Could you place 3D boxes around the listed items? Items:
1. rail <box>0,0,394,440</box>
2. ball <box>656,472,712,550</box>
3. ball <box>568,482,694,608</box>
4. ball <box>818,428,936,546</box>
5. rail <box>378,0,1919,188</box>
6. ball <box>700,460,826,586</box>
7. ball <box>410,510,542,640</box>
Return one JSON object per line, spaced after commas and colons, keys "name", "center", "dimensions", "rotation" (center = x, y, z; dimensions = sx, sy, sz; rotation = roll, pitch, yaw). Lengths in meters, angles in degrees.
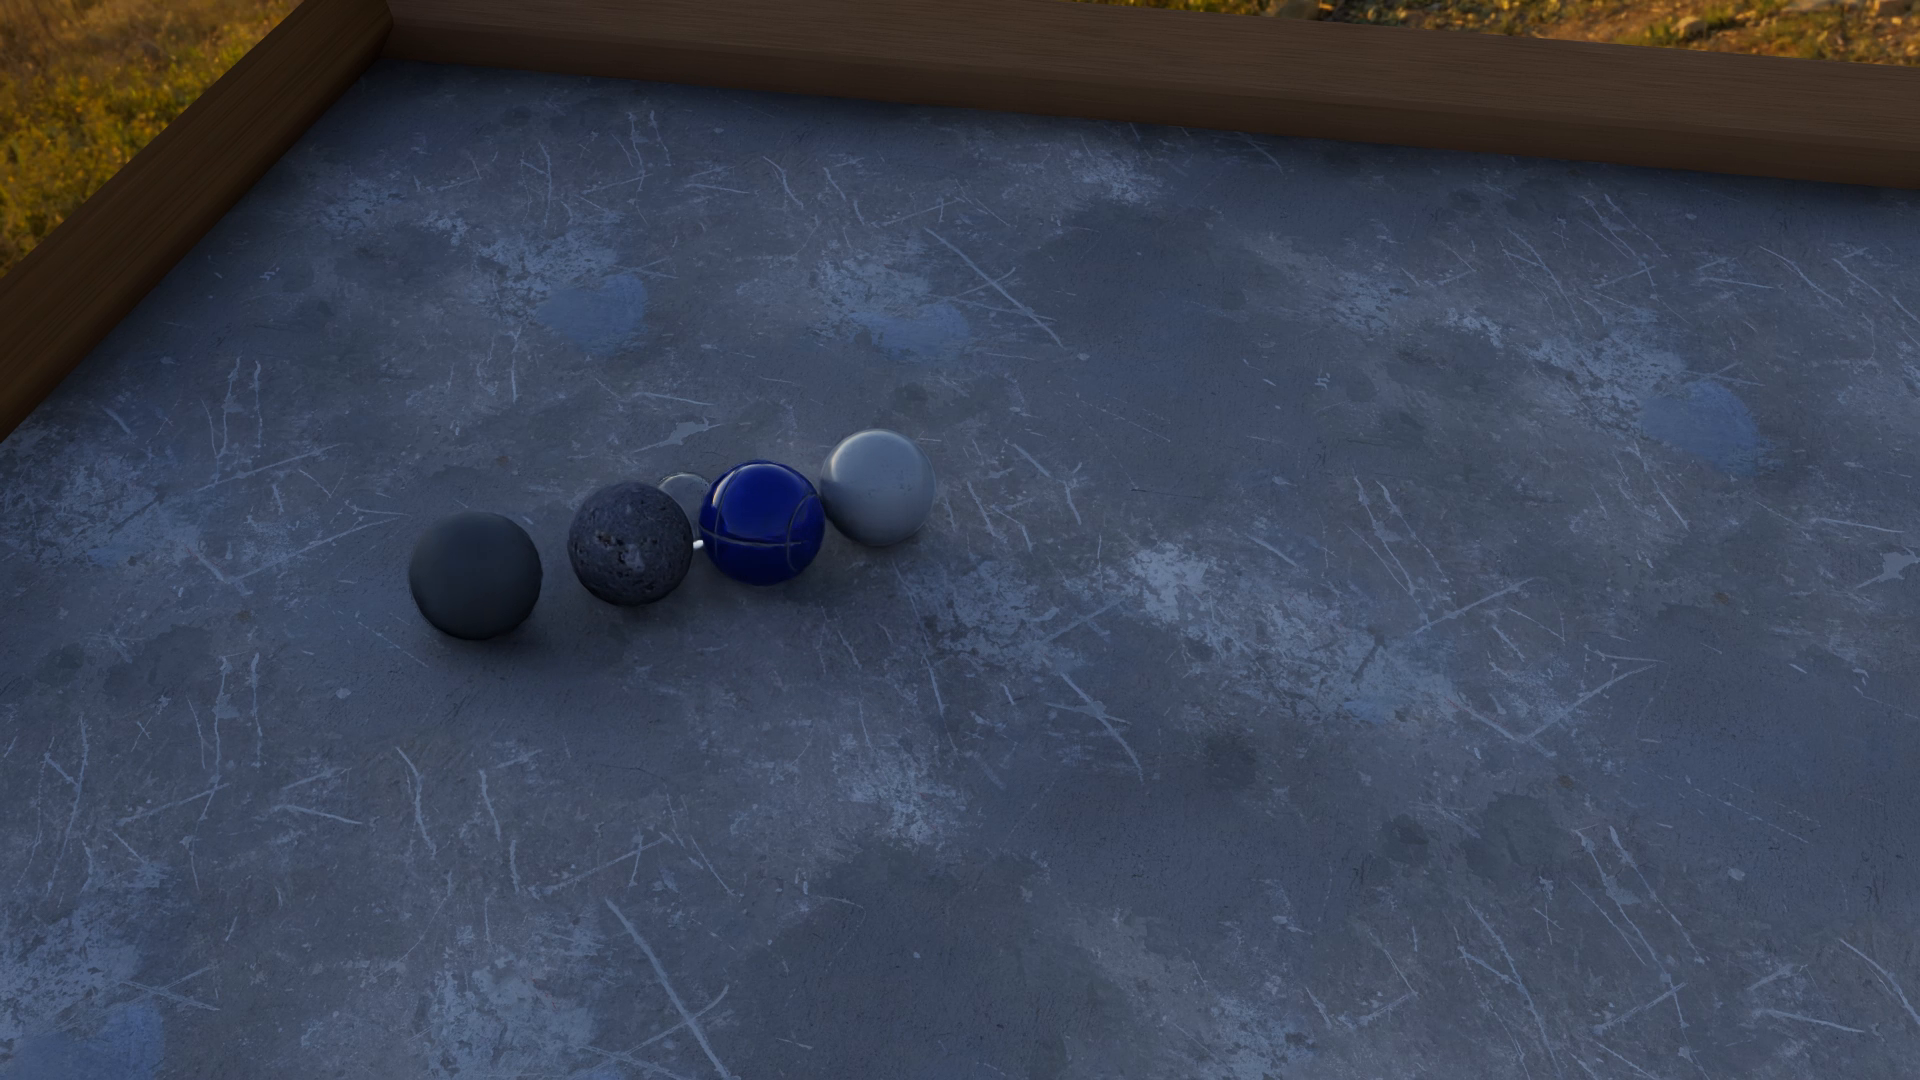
{"name": "rail", "center": [-0.806, -0.109, 2.111], "dimensions": [0.045, 0.128, 1.770], "rotation": [7, 34, 10]}
{"name": "ball", "center": [-0.218, -0.023, 2.043], "dimensions": [0.062, 0.062, 0.062], "rotation": [0, 34, 0]}
{"name": "ball", "center": [-0.253, 0.004, 1.974], "dimensions": [0.096, 0.096, 0.096], "rotation": [0, 34, 0]}
{"name": "ball", "center": [-0.066, -0.042, 2.043], "dimensions": [0.094, 0.094, 0.094], "rotation": [0, 34, 0]}
{"name": "rail", "center": [1.003, -0.392, 2.533], "dimensions": [3.388, 0.128, 0.045], "rotation": [7, 34, 10]}
{"name": "ball", "center": [-0.154, -0.013, 1.997], "dimensions": [0.098, 0.098, 0.098], "rotation": [0, 34, 0]}
{"name": "ball", "center": [-0.365, 0.027, 1.937], "dimensions": [0.099, 0.099, 0.099], "rotation": [0, 34, 0]}
